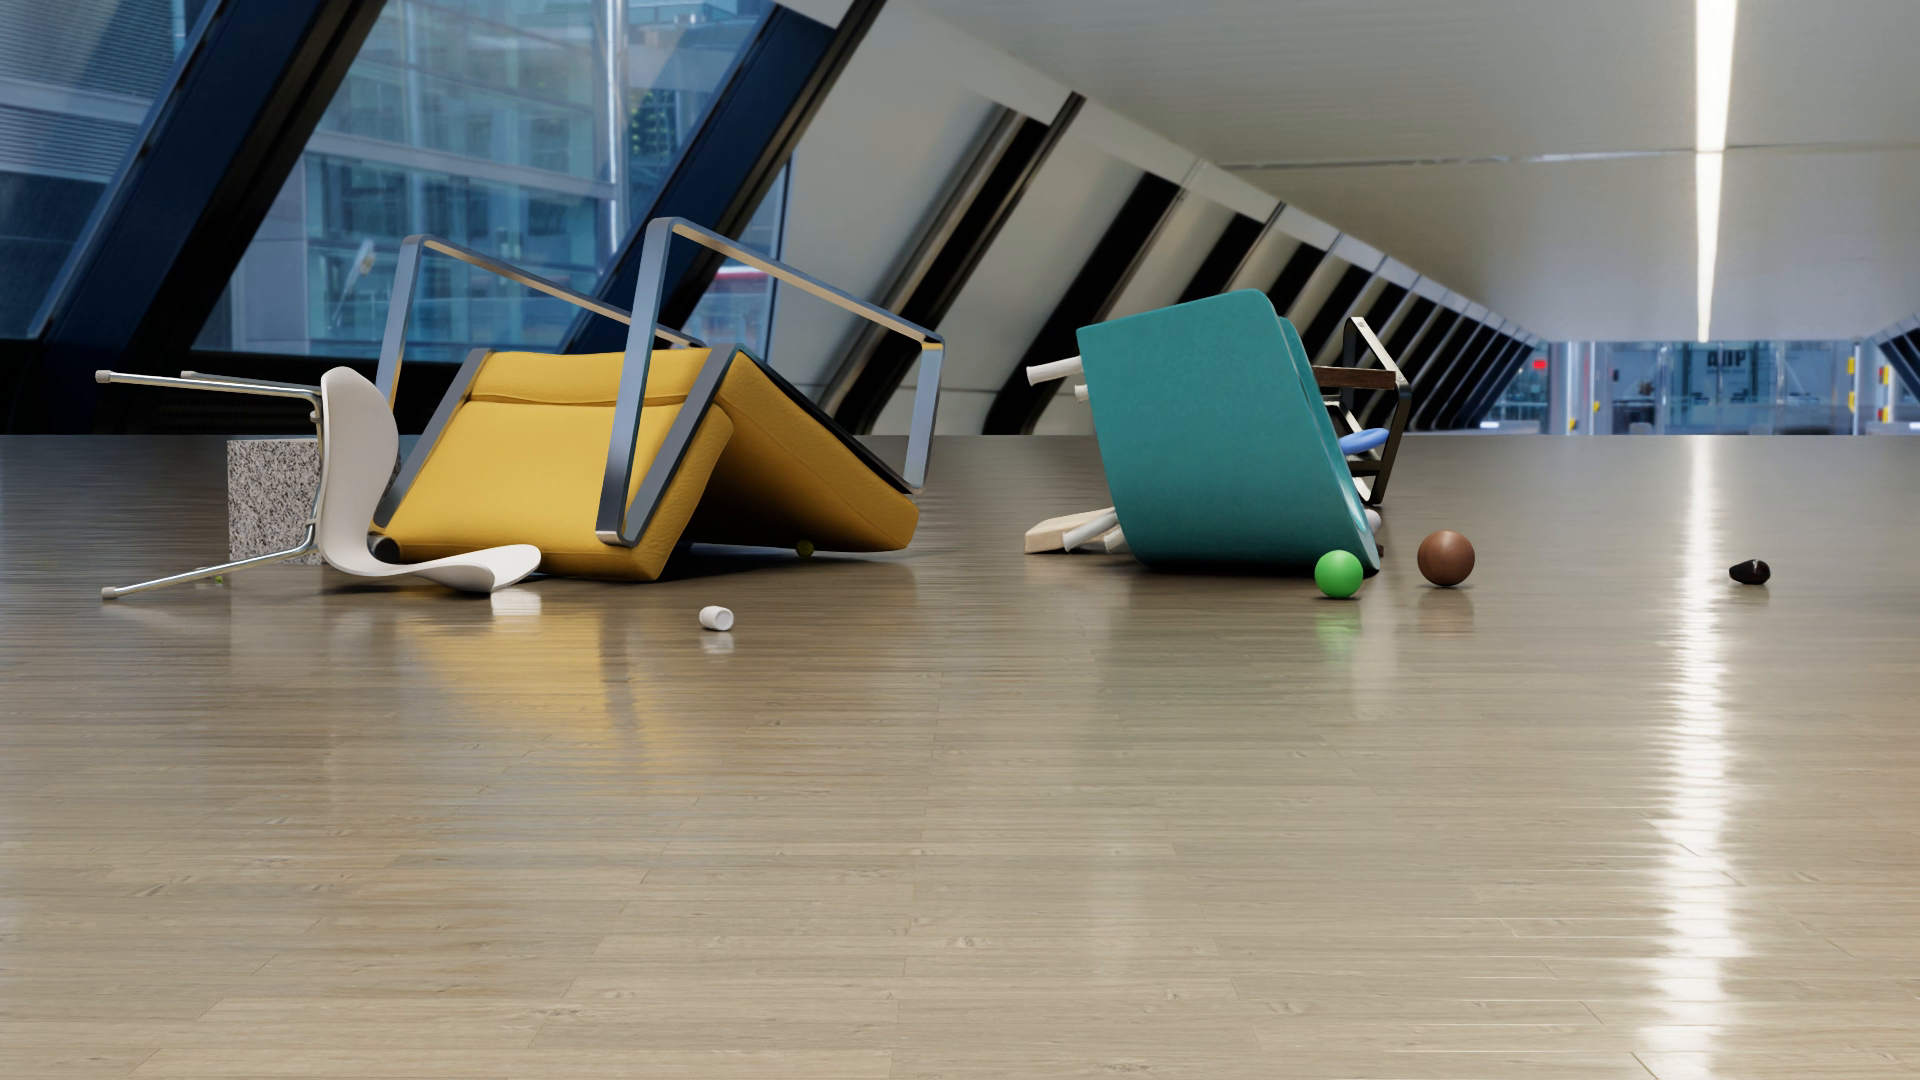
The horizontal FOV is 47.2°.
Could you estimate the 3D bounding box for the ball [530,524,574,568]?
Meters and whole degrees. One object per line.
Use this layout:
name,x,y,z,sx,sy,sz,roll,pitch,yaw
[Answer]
ball,-1.026,0.015,5.536,0.109,0.109,0.109,0,4,0

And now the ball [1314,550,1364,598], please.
ball,0.813,0.074,4.719,0.104,0.104,0.104,0,4,0

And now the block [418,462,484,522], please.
block,-1.742,-0.165,7.534,0.157,0.195,0.215,-2,5,-31

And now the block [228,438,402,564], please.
block,-1.703,-0.107,5.815,0.311,0.314,0.310,2,4,26

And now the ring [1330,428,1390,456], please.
ring,1.513,-0.371,8.320,0.234,0.055,0.217,-17,8,2

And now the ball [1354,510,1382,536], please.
ball,1.243,-0.053,6.711,0.082,0.082,0.082,0,4,0

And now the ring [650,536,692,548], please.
ring,-0.816,0.007,6.203,0.130,0.029,0.102,3,-1,-37

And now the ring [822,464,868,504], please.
ring,-0.455,-0.222,8.678,0.190,0.155,0.128,18,5,0
